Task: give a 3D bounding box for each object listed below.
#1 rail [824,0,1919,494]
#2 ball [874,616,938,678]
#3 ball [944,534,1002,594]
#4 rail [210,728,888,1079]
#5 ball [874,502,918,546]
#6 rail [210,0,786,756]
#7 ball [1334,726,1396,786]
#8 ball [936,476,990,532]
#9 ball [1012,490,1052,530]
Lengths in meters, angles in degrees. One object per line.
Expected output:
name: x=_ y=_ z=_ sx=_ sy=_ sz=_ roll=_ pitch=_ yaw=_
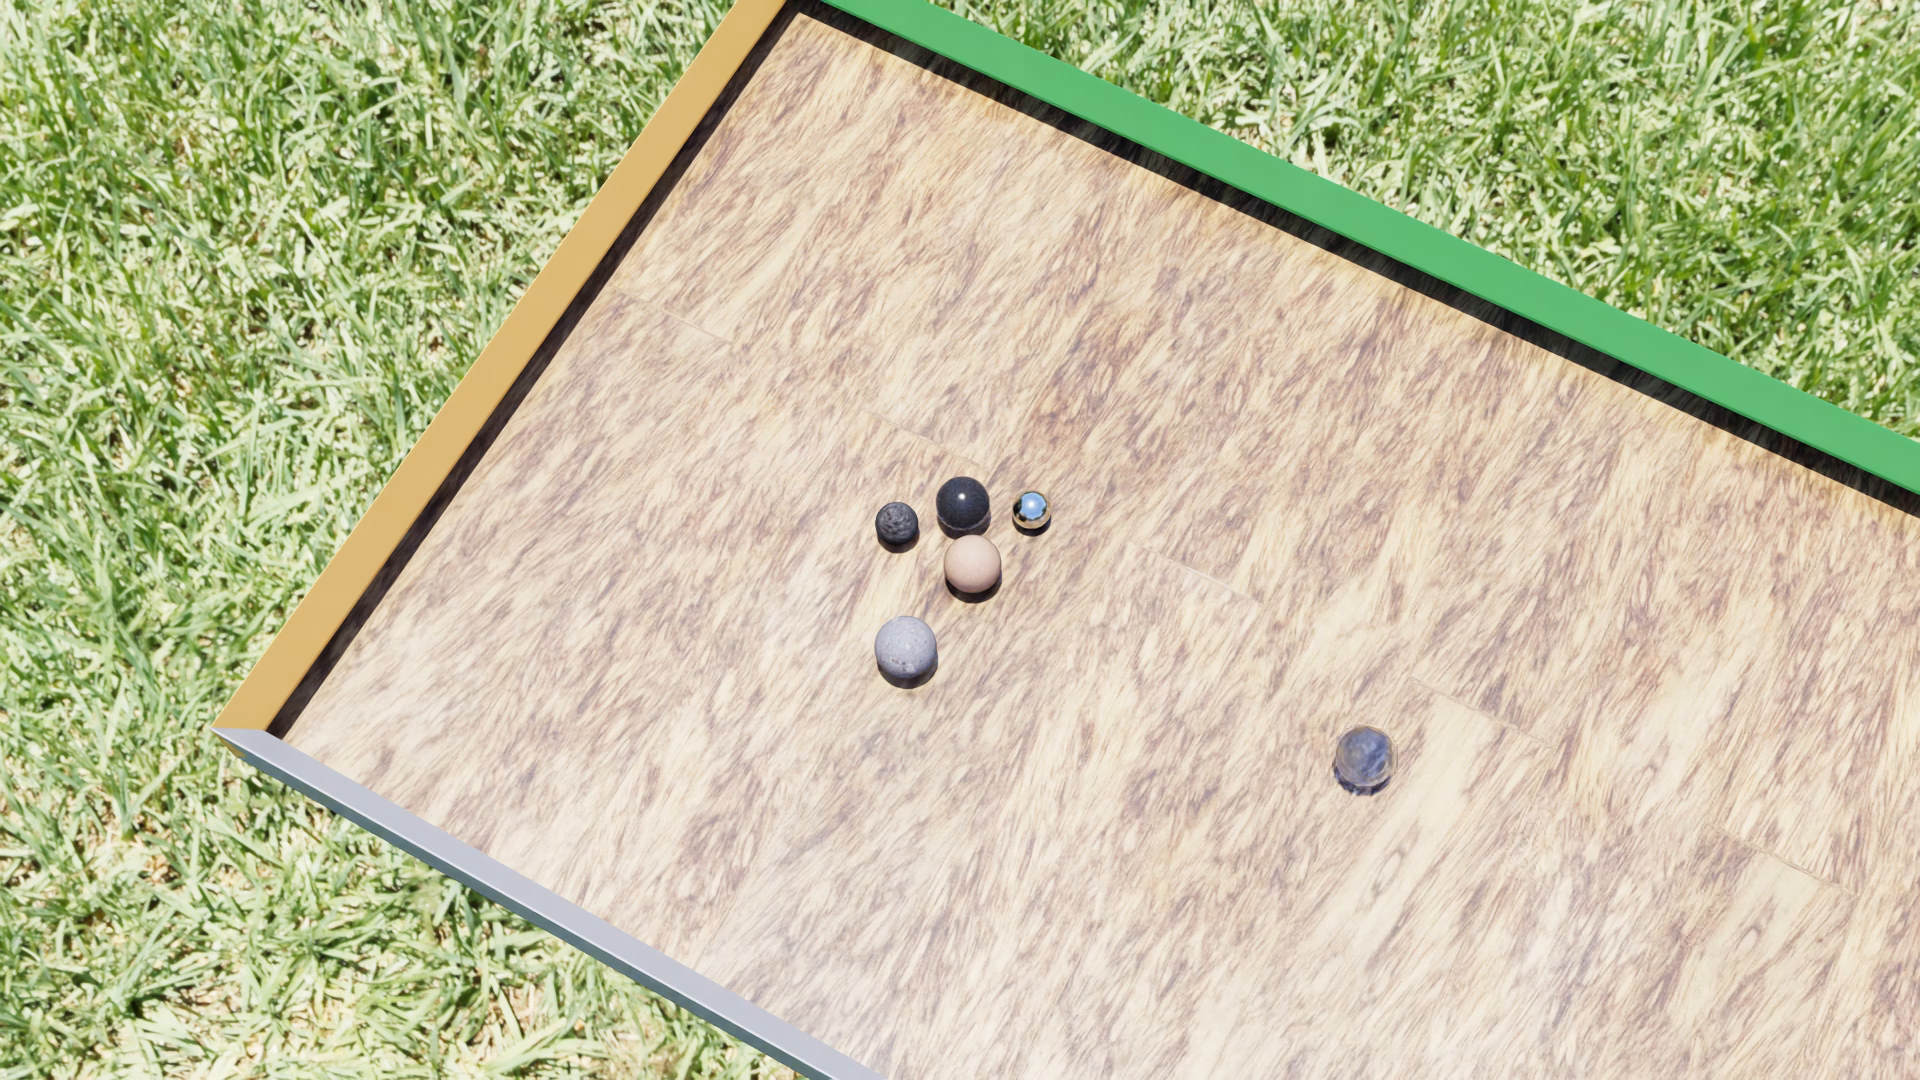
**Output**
rail: x=1.122 y=-0.311 z=3.653 sx=3.304 sy=0.129 sz=0.045 roll=26 pitch=68 yaw=11
ball: x=-0.085 y=0.168 z=3.455 sx=0.099 sy=0.099 sz=0.099 roll=0 pitch=66 yaw=0
ball: x=0.020 y=0.038 z=3.516 sx=0.094 sy=0.094 sz=0.094 roll=0 pitch=66 yaw=0
rail: x=0.328 y=1.014 z=3.057 sx=3.304 sy=0.129 sz=0.045 roll=26 pitch=68 yaw=11
ball: x=-0.102 y=-0.027 z=3.558 sx=0.071 sy=0.071 sz=0.071 roll=0 pitch=66 yaw=0
rail: x=-0.704 y=-0.361 z=3.675 sx=0.045 sy=0.129 sz=1.703 roll=26 pitch=68 yaw=11
ball: x=0.624 y=0.332 z=3.384 sx=0.094 sy=0.094 sz=0.094 roll=0 pitch=66 yaw=0
ball: x=0.005 y=-0.059 z=3.562 sx=0.090 sy=0.090 sz=0.090 roll=0 pitch=66 yaw=0
ball: x=0.116 y=-0.050 z=3.572 sx=0.065 sy=0.065 sz=0.065 roll=0 pitch=66 yaw=0
